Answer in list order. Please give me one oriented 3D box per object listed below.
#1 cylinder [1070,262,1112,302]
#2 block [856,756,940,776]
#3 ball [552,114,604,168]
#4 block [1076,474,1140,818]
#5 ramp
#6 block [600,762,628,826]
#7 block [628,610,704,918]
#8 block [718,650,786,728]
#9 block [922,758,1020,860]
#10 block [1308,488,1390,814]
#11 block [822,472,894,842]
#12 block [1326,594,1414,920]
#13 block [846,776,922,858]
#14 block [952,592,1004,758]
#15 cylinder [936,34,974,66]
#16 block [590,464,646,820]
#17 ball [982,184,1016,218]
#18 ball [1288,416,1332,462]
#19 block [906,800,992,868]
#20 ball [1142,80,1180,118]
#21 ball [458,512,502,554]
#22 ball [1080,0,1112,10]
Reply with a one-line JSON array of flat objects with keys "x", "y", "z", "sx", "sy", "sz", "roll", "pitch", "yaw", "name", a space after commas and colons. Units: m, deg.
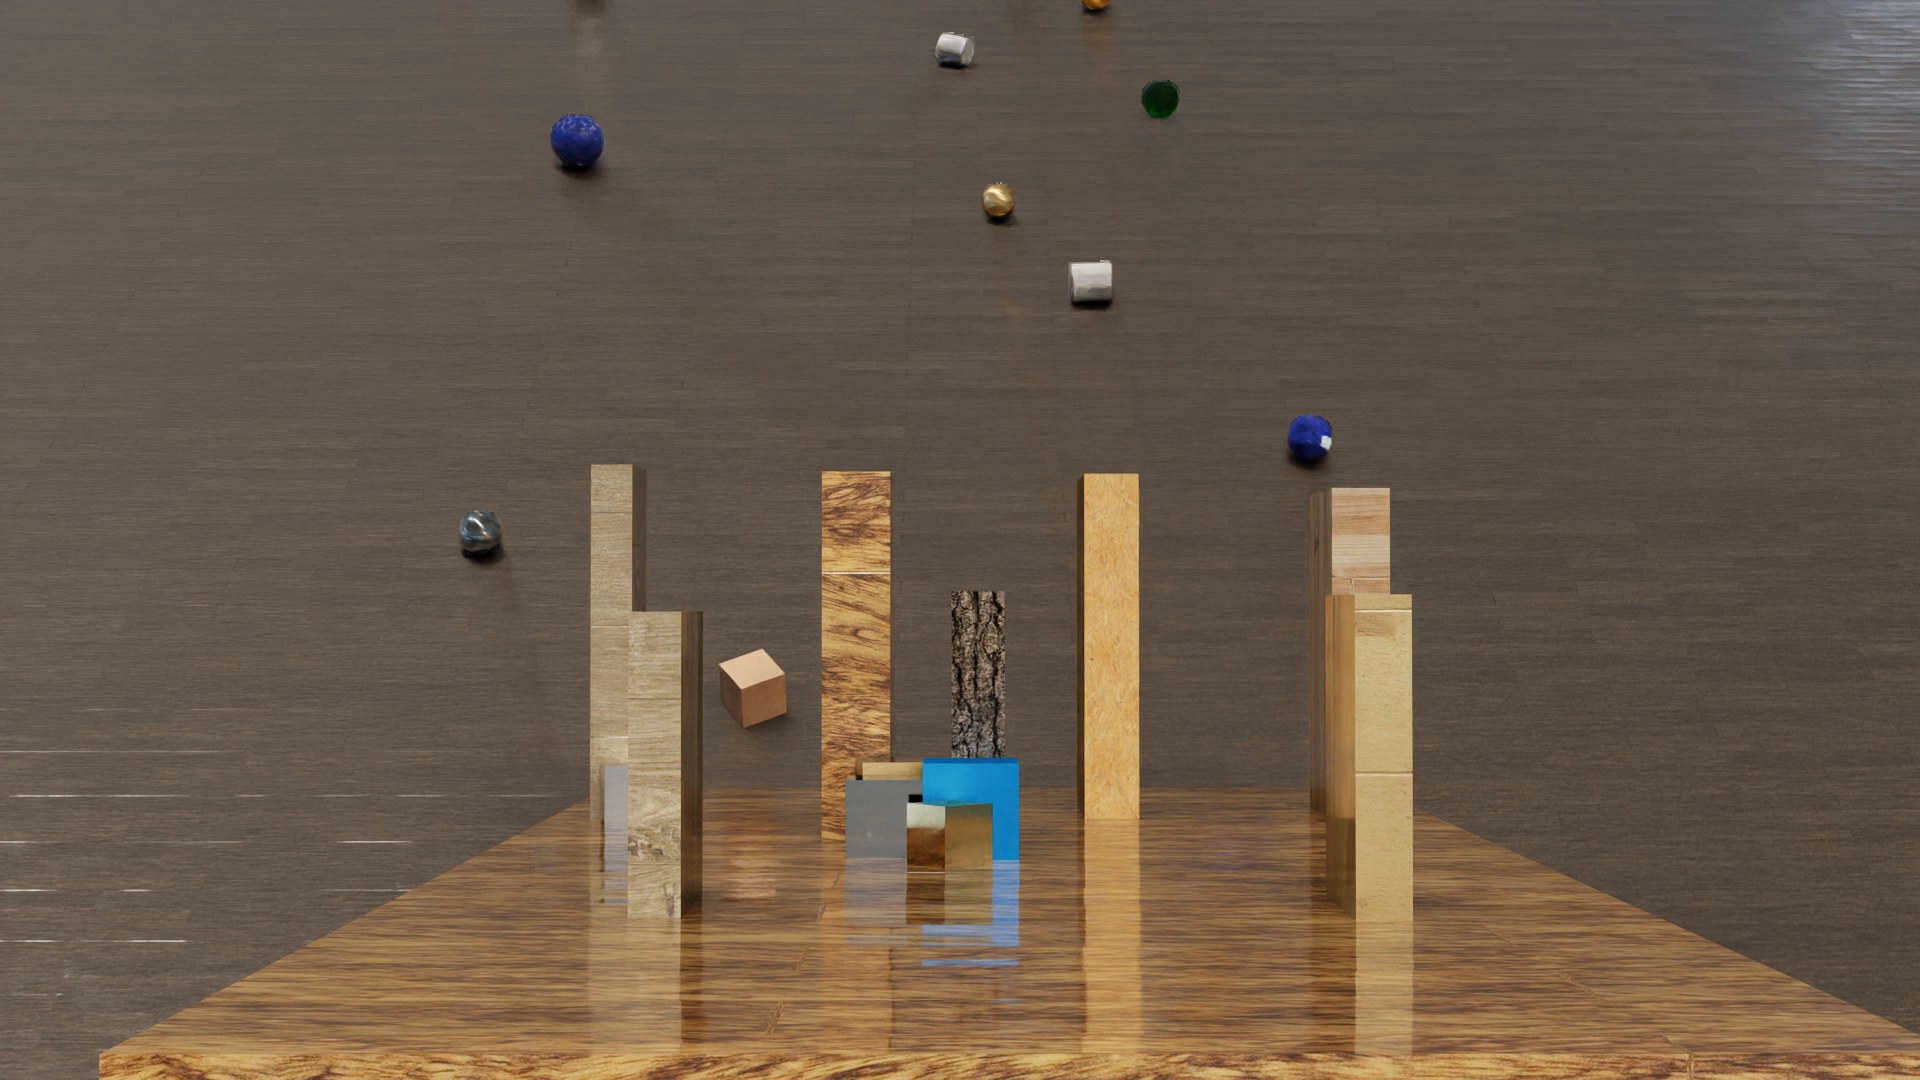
[{"x": 0.459, "y": -0.905, "z": 9.125, "sx": 0.138, "sy": 0.138, "sz": 0.138, "roll": -2, "pitch": 34, "yaw": -3, "name": "cylinder"}, {"x": -0.116, "y": 0.524, "z": 5.173, "sx": 0.171, "sy": 0.171, "sz": 0.171, "roll": 0, "pitch": -1, "yaw": -7, "name": "block"}, {"x": -1.475, "y": -1.540, "z": 10.017, "sx": 0.202, "sy": 0.202, "sz": 0.202, "roll": 0, "pitch": 34, "yaw": 0, "name": "ball"}, {"x": 0.340, "y": 0.242, "z": 6.007, "sx": 0.122, "sy": 0.774, "sz": 0.367, "roll": 0, "pitch": -1, "yaw": 0, "name": "block"}, {"x": 0.075, "y": 0.650, "z": 4.786, "sx": 2.000, "sy": 0.100, "sz": 4.000, "roll": 0, "pitch": -1, "yaw": 0, "name": "ramp"}, {"x": -0.721, "y": 0.558, "z": 5.706, "sx": 0.129, "sy": 0.129, "sz": 0.129, "roll": 0, "pitch": -1, "yaw": -12, "name": "block"}, {"x": -0.470, "y": 0.350, "z": 4.164, "sx": 0.081, "sy": 0.471, "sz": 0.339, "roll": 0, "pitch": -1, "yaw": 0, "name": "block"}, {"x": -0.572, "y": 0.410, "z": 7.169, "sx": 0.134, "sy": 0.134, "sz": 0.134, "roll": -19, "pitch": 38, "yaw": -26, "name": "block"}, {"x": 0.021, "y": 0.514, "z": 4.980, "sx": 0.181, "sy": 0.181, "sz": 0.181, "roll": 0, "pitch": -1, "yaw": 0, "name": "block"}, {"x": 0.904, "y": 0.259, "z": 6.035, "sx": 0.130, "sy": 0.743, "sz": 0.382, "roll": 0, "pitch": -1, "yaw": 0, "name": "block"}, {"x": -0.211, "y": 0.240, "z": 5.426, "sx": 0.139, "sy": 0.751, "sz": 0.325, "roll": 0, "pitch": -1, "yaw": 0, "name": "block"}, {"x": 0.647, "y": 0.336, "z": 4.122, "sx": 0.087, "sy": 0.497, "sz": 0.321, "roll": 0, "pitch": -1, "yaw": 0, "name": "block"}, {"x": -0.145, "y": 0.532, "z": 5.003, "sx": 0.147, "sy": 0.147, "sz": 0.147, "roll": 0, "pitch": -1, "yaw": 0, "name": "block"}, {"x": 0.036, "y": 0.358, "z": 5.248, "sx": 0.104, "sy": 0.507, "sz": 0.347, "roll": 0, "pitch": -1, "yaw": 0, "name": "block"}, {"x": -0.022, "y": -2.049, "z": 10.851, "sx": 0.118, "sy": 0.118, "sz": 0.118, "roll": 14, "pitch": 36, "yaw": 20, "name": "cylinder"}, {"x": -0.776, "y": 0.231, "z": 5.907, "sx": 0.092, "sy": 0.793, "sz": 0.258, "roll": 0, "pitch": -1, "yaw": 0, "name": "block"}, {"x": 0.143, "y": -1.261, "z": 9.669, "sx": 0.126, "sy": 0.126, "sz": 0.126, "roll": 0, "pitch": 34, "yaw": 0, "name": "ball"}, {"x": 1.112, "y": -0.322, "z": 8.254, "sx": 0.142, "sy": 0.142, "sz": 0.142, "roll": 0, "pitch": 34, "yaw": 0, "name": "ball"}, {"x": -0.019, "y": 0.544, "z": 4.809, "sx": 0.113, "sy": 0.113, "sz": 0.113, "roll": 1, "pitch": -2, "yaw": -39, "name": "block"}, {"x": 0.803, "y": -1.764, "z": 10.400, "sx": 0.149, "sy": 0.149, "sz": 0.149, "roll": 0, "pitch": 34, "yaw": 0, "name": "ball"}, {"x": -1.444, "y": -0.020, "z": 7.815, "sx": 0.129, "sy": 0.129, "sz": 0.129, "roll": 0, "pitch": 34, "yaw": 0, "name": "ball"}, {"x": 0.593, "y": -2.393, "z": 11.332, "sx": 0.155, "sy": 0.155, "sz": 0.155, "roll": 0, "pitch": 34, "yaw": 0, "name": "ball"}]
